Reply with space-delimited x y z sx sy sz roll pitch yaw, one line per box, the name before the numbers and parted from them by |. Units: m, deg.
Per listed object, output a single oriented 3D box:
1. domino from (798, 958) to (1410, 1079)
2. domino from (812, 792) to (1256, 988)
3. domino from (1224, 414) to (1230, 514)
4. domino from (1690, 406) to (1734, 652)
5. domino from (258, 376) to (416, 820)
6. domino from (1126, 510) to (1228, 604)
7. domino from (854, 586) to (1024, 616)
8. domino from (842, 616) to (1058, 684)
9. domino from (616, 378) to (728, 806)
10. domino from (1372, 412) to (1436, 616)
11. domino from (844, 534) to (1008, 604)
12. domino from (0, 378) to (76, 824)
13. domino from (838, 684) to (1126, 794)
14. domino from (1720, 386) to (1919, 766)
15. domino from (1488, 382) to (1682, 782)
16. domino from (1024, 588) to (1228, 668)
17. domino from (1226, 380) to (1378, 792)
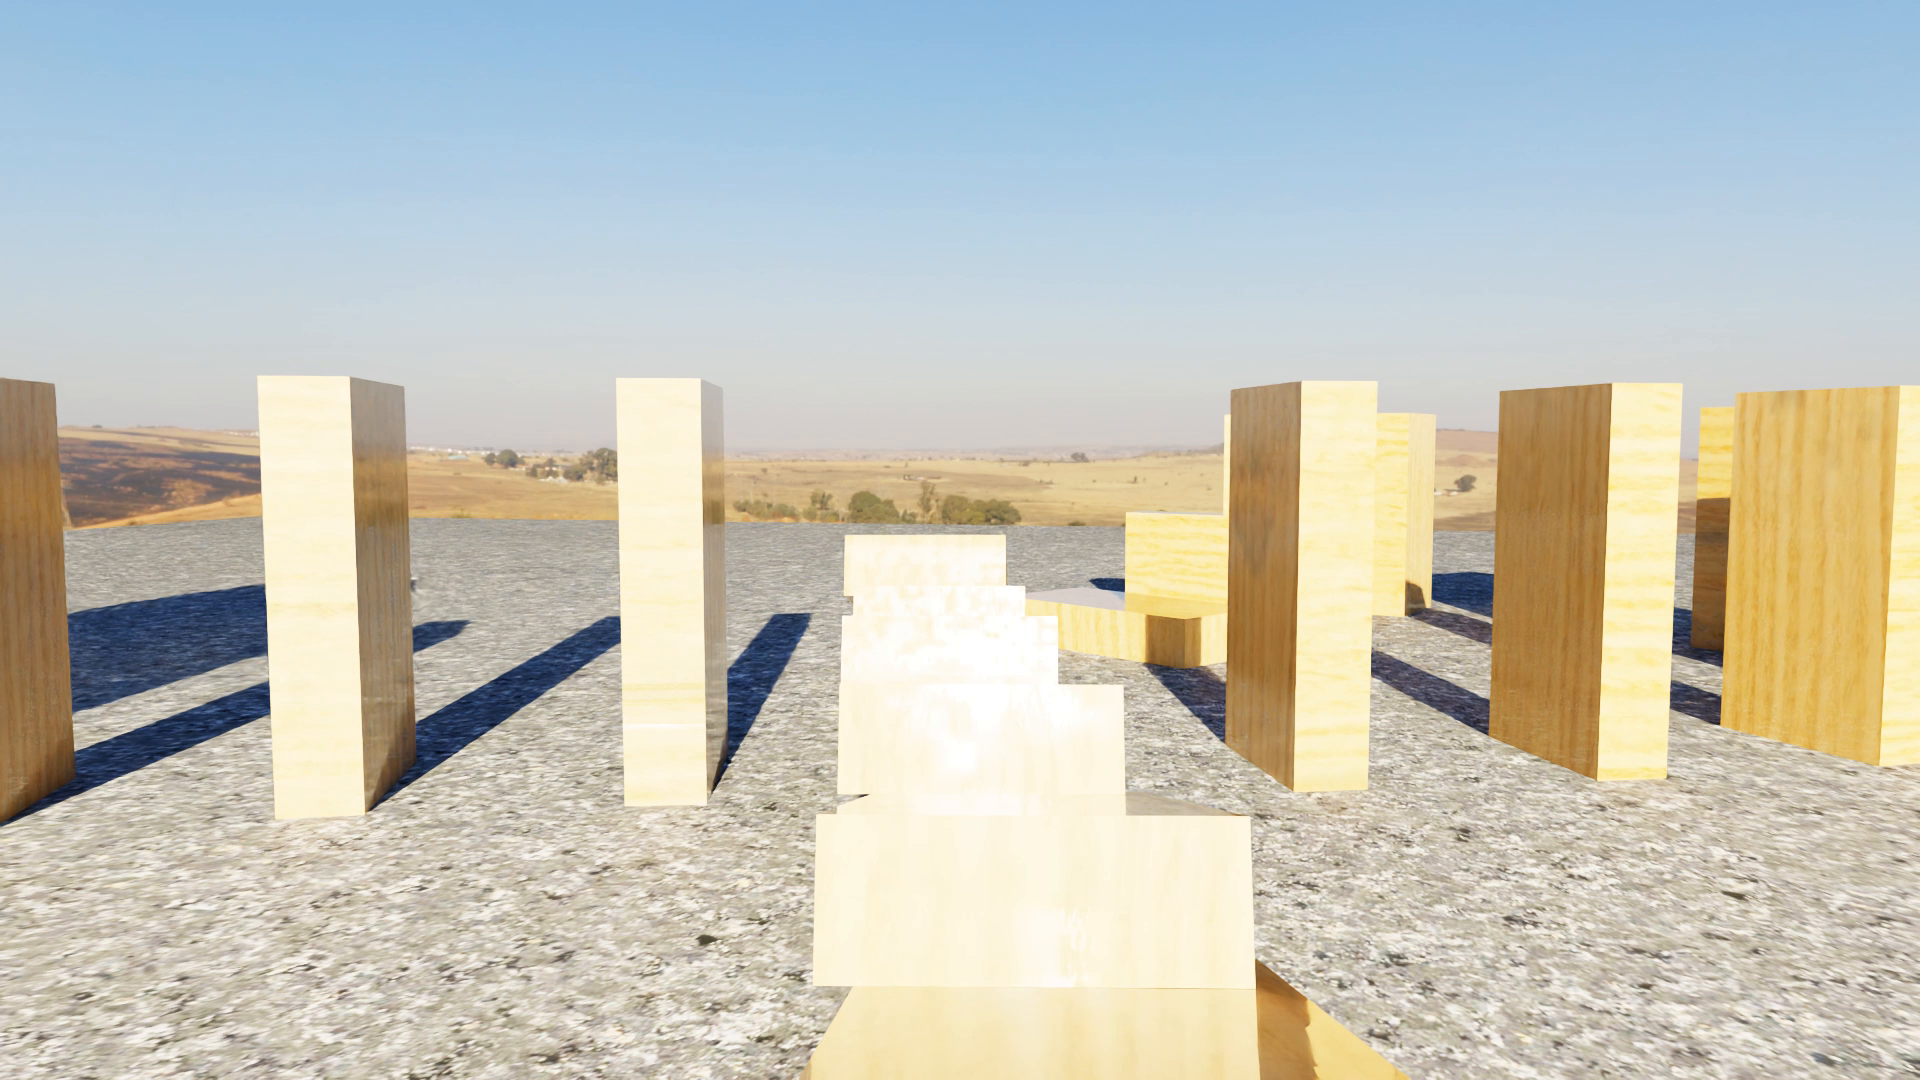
domino | 0.006 0.028 0.058 0.025 0.010 0.050 0 -9 1
domino | 0.005 0.025 0.098 0.025 0.009 0.050 0 -9 1
domino | 0.077 -0.008 0.344 0.009 0.050 0.025 1 4 17
domino | 0.167 -0.003 0.269 0.025 0.050 0.009 -2 5 -28
domino | -0.075 0.006 0.157 0.009 0.050 0.025 -1 4 -10
domino | 0.066 0.006 0.319 0.050 0.025 0.010 3 5 35
domino | -0.002 0.016 0.212 0.025 0.010 0.050 0 -10 1
domino | -0.001 0.018 0.173 0.025 0.009 0.050 0 -11 1
domino | -0.036 0.005 0.162 0.010 0.050 0.025 0 4 -4
domino | 0.112 -0.007 0.327 0.009 0.050 0.025 3 5 34
domino | -0.004 0.008 0.224 0.025 0.010 0.050 0 -10 3
domino | -0.114 0.006 0.149 0.009 0.050 0.025 -1 4 -15
domino | 0.002 0.022 0.137 0.025 0.010 0.050 0 -10 1
domino | 0.123 0.004 0.181 0.009 0.050 0.025 -1 4 -16
domino | 0.083 0.005 0.173 0.010 0.050 0.025 -1 4 -8
domino | 0.035 0.018 0.269 0.025 0.009 0.050 -4 6 -42
domino | 0.044 0.005 0.168 0.009 0.050 0.025 -1 4 -8
